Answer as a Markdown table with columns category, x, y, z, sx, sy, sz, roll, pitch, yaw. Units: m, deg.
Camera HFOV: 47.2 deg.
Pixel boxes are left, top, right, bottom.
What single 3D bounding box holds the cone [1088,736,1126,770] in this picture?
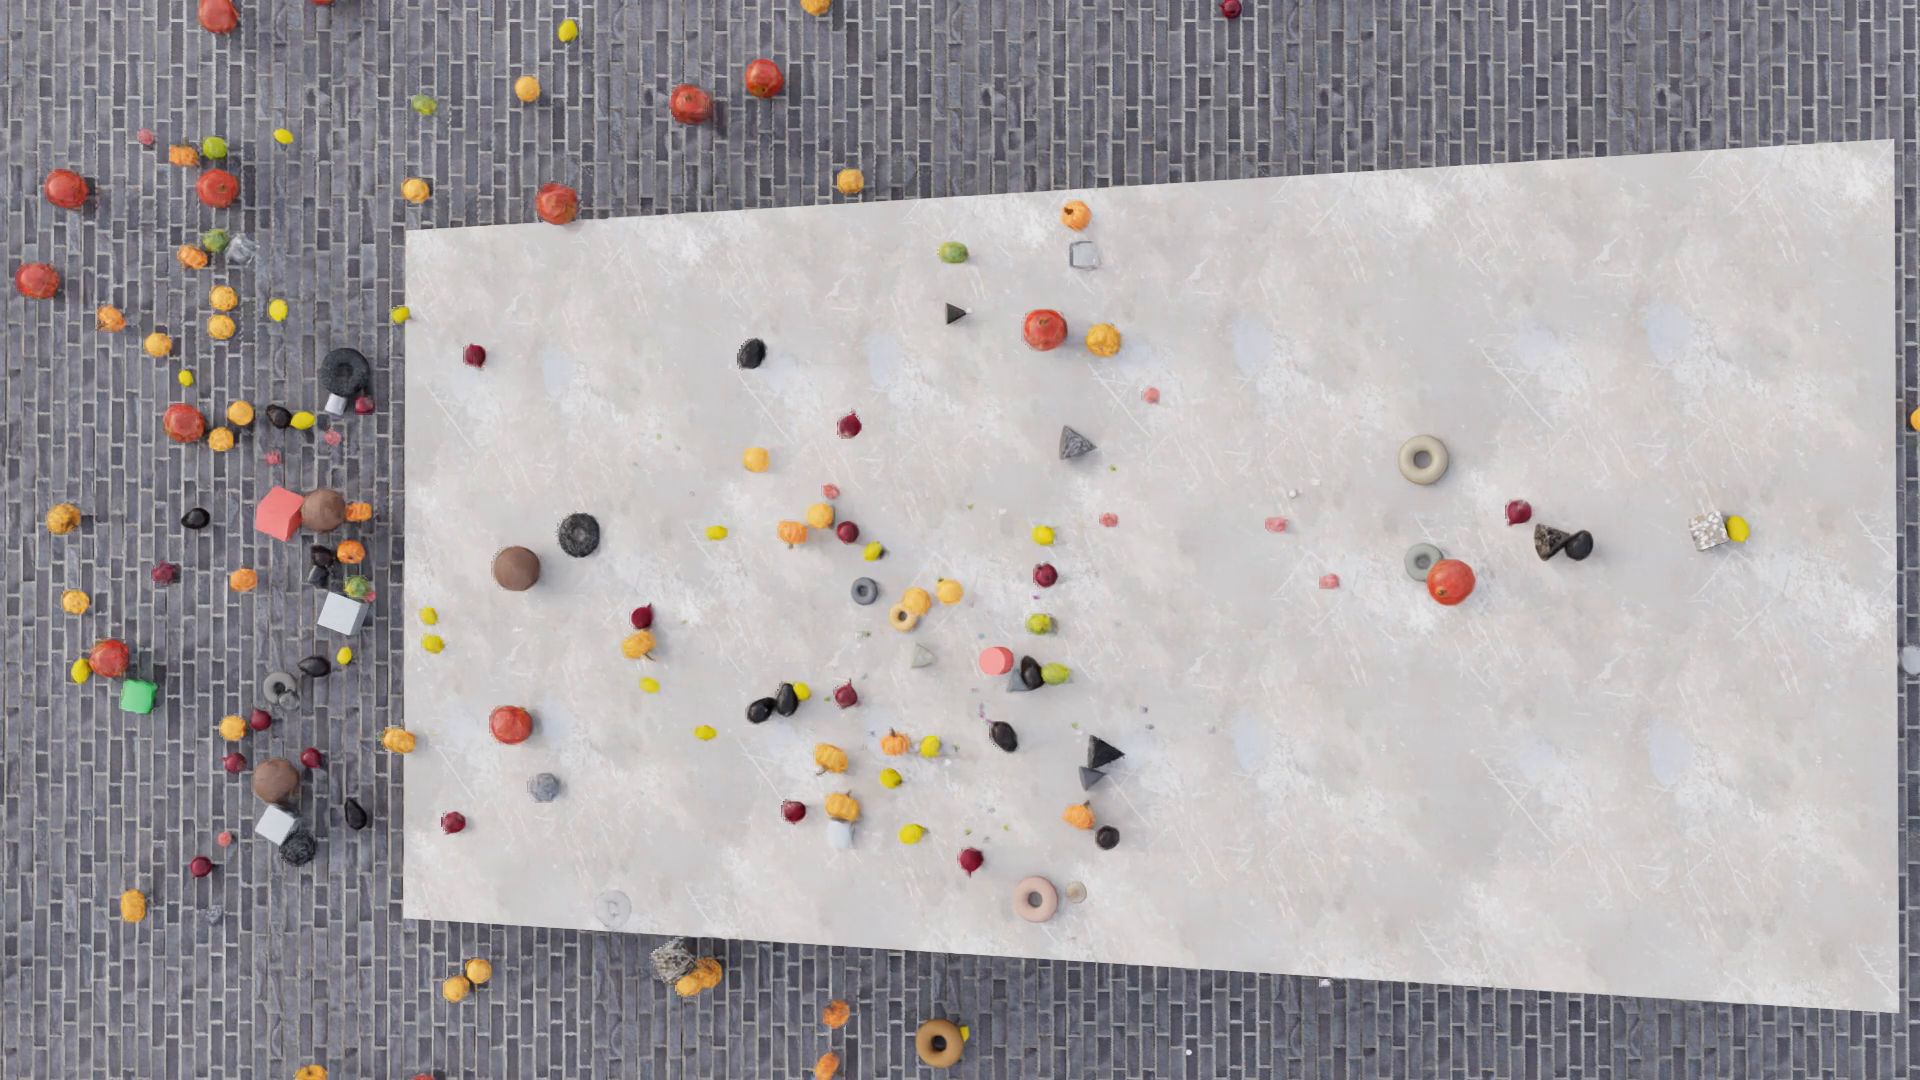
| category | x | y | z | sx | sy | sz | roll | pitch | yaw |
| --- | --- | --- | --- | --- | --- | --- | --- | --- | --- |
| cone | 0.381 | 0.549 | 5.644 | 0.093 | 0.093 | 0.093 | 5 | 89 | -7 |

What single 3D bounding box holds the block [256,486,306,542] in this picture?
| category | x | y | z | sx | sy | sz | roll | pitch | yaw |
| --- | --- | --- | --- | --- | --- | --- | --- | --- | --- |
| block | -1.985 | -0.077 | 6.426 | 0.098 | 0.098 | 0.098 | 25 | 131 | 0 |

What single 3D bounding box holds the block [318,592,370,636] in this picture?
| category | x | y | z | sx | sy | sz | roll | pitch | yaw |
| --- | --- | --- | --- | --- | --- | --- | --- | --- | --- |
| block | -1.804 | 0.214 | 6.442 | 0.099 | 0.099 | 0.099 | 21 | 89 | 0 |

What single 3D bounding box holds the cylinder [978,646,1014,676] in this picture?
| category | x | y | z | sx | sy | sz | roll | pitch | yaw |
| --- | --- | --- | --- | --- | --- | --- | --- | --- | --- |
| cylinder | 0.095 | 0.315 | 5.735 | 0.072 | 0.072 | 0.072 | 0 | 89 | 20 |

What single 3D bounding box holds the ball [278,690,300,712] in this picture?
| category | x | y | z | sx | sy | sz | roll | pitch | yaw |
| --- | --- | --- | --- | --- | --- | --- | --- | --- | --- |
| ball | -1.957 | 0.470 | 6.410 | 0.065 | 0.065 | 0.065 | 0 | 89 | 0 |

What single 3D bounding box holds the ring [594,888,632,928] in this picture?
| category | x | y | z | sx | sy | sz | roll | pitch | yaw |
| --- | --- | --- | --- | --- | --- | --- | --- | --- | --- |
| ring | -0.968 | 1.026 | 6.131 | 0.111 | 0.037 | 0.111 | 0 | 90 | 20 |

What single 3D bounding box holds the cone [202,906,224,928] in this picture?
| category | x | y | z | sx | sy | sz | roll | pitch | yaw |
| --- | --- | --- | --- | --- | --- | --- | --- | --- | --- |
| cone | -2.188 | 1.097 | 6.466 | 0.061 | 0.061 | 0.061 | 42 | 63 | 1 |

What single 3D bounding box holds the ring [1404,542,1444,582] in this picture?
| category | x | y | z | sx | sy | sz | roll | pitch | yaw |
| --- | --- | --- | --- | --- | --- | --- | --- | --- | --- |
| ring | 1.136 | 0.055 | 5.381 | 0.097 | 0.032 | 0.097 | 0 | 89 | 18 |

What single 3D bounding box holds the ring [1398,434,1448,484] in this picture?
| category | x | y | z | sx | sy | sz | roll | pitch | yaw |
| --- | --- | --- | --- | --- | --- | --- | --- | --- | --- |
| ring | 1.133 | -0.196 | 5.381 | 0.123 | 0.041 | 0.123 | -1 | 88 | 20 |

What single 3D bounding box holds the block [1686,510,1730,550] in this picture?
| category | x | y | z | sx | sy | sz | roll | pitch | yaw |
| --- | --- | --- | --- | --- | --- | --- | --- | --- | --- |
| block | 1.748 | -0.022 | 5.136 | 0.076 | 0.076 | 0.076 | -18 | 83 | 19 |

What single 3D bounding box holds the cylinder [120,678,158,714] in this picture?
| category | x | y | z | sx | sy | sz | roll | pitch | yaw |
| --- | --- | --- | --- | --- | --- | --- | --- | --- | --- |
| cylinder | -2.406 | 0.458 | 6.445 | 0.086 | 0.086 | 0.086 | 13 | 89 | 0 |

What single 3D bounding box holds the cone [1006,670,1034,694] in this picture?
| category | x | y | z | sx | sy | sz | roll | pitch | yaw |
| --- | --- | --- | --- | --- | --- | --- | --- | --- | --- |
| cone | 0.164 | 0.380 | 5.731 | 0.067 | 0.067 | 0.067 | 22 | 89 | -8 |

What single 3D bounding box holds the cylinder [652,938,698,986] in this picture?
| category | x | y | z | sx | sy | sz | roll | pitch | yaw |
| --- | --- | --- | --- | --- | --- | --- | --- | --- | --- |
| cylinder | -0.783 | 1.161 | 6.044 | 0.094 | 0.094 | 0.094 | -31 | 84 | 0 |

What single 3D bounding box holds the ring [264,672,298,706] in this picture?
| category | x | y | z | sx | sy | sz | roll | pitch | yaw |
| --- | --- | --- | --- | --- | --- | --- | --- | --- | --- |
| ring | -2.000 | 0.437 | 6.472 | 0.101 | 0.034 | 0.101 | 0 | 88 | 0 |

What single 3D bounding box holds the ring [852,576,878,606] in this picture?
| category | x | y | z | sx | sy | sz | roll | pitch | yaw |
| --- | --- | --- | --- | --- | --- | --- | --- | --- | --- |
| ring | -0.256 | 0.137 | 5.890 | 0.077 | 0.026 | 0.077 | 0 | 90 | 19 |

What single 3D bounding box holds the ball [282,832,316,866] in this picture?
| category | x | y | z | sx | sy | sz | roll | pitch | yaw |
| --- | --- | --- | --- | --- | --- | --- | --- | --- | --- |
| ball | -1.932 | 0.903 | 6.429 | 0.095 | 0.095 | 0.095 | 0 | 89 | 0 |

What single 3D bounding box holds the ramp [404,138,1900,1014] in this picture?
| category | x | y | z | sx | sy | sz | roll | pitch | yaw |
| --- | --- | --- | --- | --- | --- | --- | --- | --- | --- |
| ramp | 0.281 | 0.090 | 5.762 | 4.000 | 0.100 | 2.000 | 0 | 89 | 20 |

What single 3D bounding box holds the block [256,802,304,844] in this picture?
| category | x | y | z | sx | sy | sz | roll | pitch | yaw |
| --- | --- | --- | --- | --- | --- | --- | --- | --- | --- |
| block | -1.993 | 0.829 | 6.440 | 0.086 | 0.086 | 0.086 | 31 | 90 | 0 |

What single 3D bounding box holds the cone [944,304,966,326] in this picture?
| category | x | y | z | sx | sy | sz | roll | pitch | yaw |
| --- | --- | --- | --- | --- | --- | --- | --- | --- | --- |
| cone | -0.006 | -0.599 | 5.808 | 0.061 | 0.061 | 0.061 | -10 | 89 | -18 |

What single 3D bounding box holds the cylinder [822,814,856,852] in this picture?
| category | x | y | z | sx | sy | sz | roll | pitch | yaw |
| --- | --- | --- | --- | --- | --- | --- | --- | --- | --- |
| cylinder | -0.323 | 0.783 | 5.882 | 0.069 | 0.069 | 0.069 | 24 | 115 | 0 |

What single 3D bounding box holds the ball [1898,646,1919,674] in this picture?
| category | x | y | z | sx | sy | sz | roll | pitch | yaw |
| --- | --- | --- | --- | --- | --- | --- | --- | --- | --- |
| ball | 2.793 | 0.353 | 6.447 | 0.085 | 0.085 | 0.085 | 0 | 89 | 0 |

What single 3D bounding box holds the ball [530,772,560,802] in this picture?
| category | x | y | z | sx | sy | sz | roll | pitch | yaw |
| --- | --- | --- | --- | --- | --- | --- | --- | --- | --- |
| ball | -1.169 | 0.696 | 6.185 | 0.081 | 0.081 | 0.081 | 0 | 89 | 0 |

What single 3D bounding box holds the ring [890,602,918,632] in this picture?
| category | x | y | z | sx | sy | sz | roll | pitch | yaw |
| --- | --- | --- | --- | --- | --- | --- | --- | --- | --- |
| ring | -0.151 | 0.204 | 5.849 | 0.081 | 0.027 | 0.081 | -2 | 84 | 20 |

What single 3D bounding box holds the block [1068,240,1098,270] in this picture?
| category | x | y | z | sx | sy | sz | roll | pitch | yaw |
| --- | --- | --- | --- | --- | --- | --- | --- | --- | --- |
| block | 0.319 | -0.735 | 5.673 | 0.061 | 0.061 | 0.061 | -2 | 88 | 20 |

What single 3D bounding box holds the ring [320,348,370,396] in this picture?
| category | x | y | z | sx | sy | sz | roll | pitch | yaw |
| --- | --- | --- | --- | --- | --- | --- | --- | --- | --- |
| ring | -1.812 | -0.495 | 6.477 | 0.146 | 0.049 | 0.146 | 0 | 88 | 0 |

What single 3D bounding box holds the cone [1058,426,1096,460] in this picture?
| category | x | y | z | sx | sy | sz | roll | pitch | yaw |
| --- | --- | --- | --- | --- | --- | --- | --- | --- | --- |
| cone | 0.311 | -0.244 | 5.680 | 0.093 | 0.093 | 0.093 | 8 | 89 | -7 |

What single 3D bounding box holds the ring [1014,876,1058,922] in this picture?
| category | x | y | z | sx | sy | sz | roll | pitch | yaw |
| --- | --- | --- | --- | --- | --- | --- | --- | --- | --- |
| ring | 0.197 | 0.933 | 5.707 | 0.122 | 0.041 | 0.122 | 0 | 89 | 21 |

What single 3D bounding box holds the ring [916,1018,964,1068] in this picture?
| category | x | y | z | sx | sy | sz | roll | pitch | yaw |
| --- | --- | --- | --- | --- | --- | --- | --- | --- | --- |
| ring | -0.059 | 1.474 | 6.438 | 0.146 | 0.049 | 0.146 | 1 | 92 | 18 |

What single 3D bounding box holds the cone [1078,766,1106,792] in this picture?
| category | x | y | z | sx | sy | sz | roll | pitch | yaw |
| --- | --- | --- | --- | --- | --- | --- | --- | --- | --- |
| cone | 0.347 | 0.609 | 5.662 | 0.067 | 0.067 | 0.067 | -11 | 89 | -7 |

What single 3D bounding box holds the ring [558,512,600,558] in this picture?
| category | x | y | z | sx | sy | sz | roll | pitch | yaw |
| --- | --- | --- | --- | --- | --- | --- | --- | --- | --- |
| ring | -1.070 | -0.014 | 6.180 | 0.126 | 0.042 | 0.126 | -1 | 88 | 19 |

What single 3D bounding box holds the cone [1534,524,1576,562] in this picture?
| category | x | y | z | sx | sy | sz | roll | pitch | yaw |
| --- | --- | --- | --- | --- | --- | --- | --- | --- | --- |
| cone | 1.437 | 0.000 | 5.268 | 0.090 | 0.090 | 0.090 | -8 | 89 | -7 |

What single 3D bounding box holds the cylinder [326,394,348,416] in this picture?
| category | x | y | z | sx | sy | sz | roll | pitch | yaw |
| --- | --- | --- | --- | --- | --- | --- | --- | --- | --- |
| cylinder | -1.835 | -0.398 | 6.474 | 0.051 | 0.051 | 0.051 | 20 | 89 | 0 |

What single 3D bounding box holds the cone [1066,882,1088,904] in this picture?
| category | x | y | z | sx | sy | sz | roll | pitch | yaw |
| --- | --- | --- | --- | --- | --- | --- | --- | --- | --- |
| cone | 0.291 | 0.912 | 5.663 | 0.058 | 0.058 | 0.058 | 0 | 89 | 20 |
